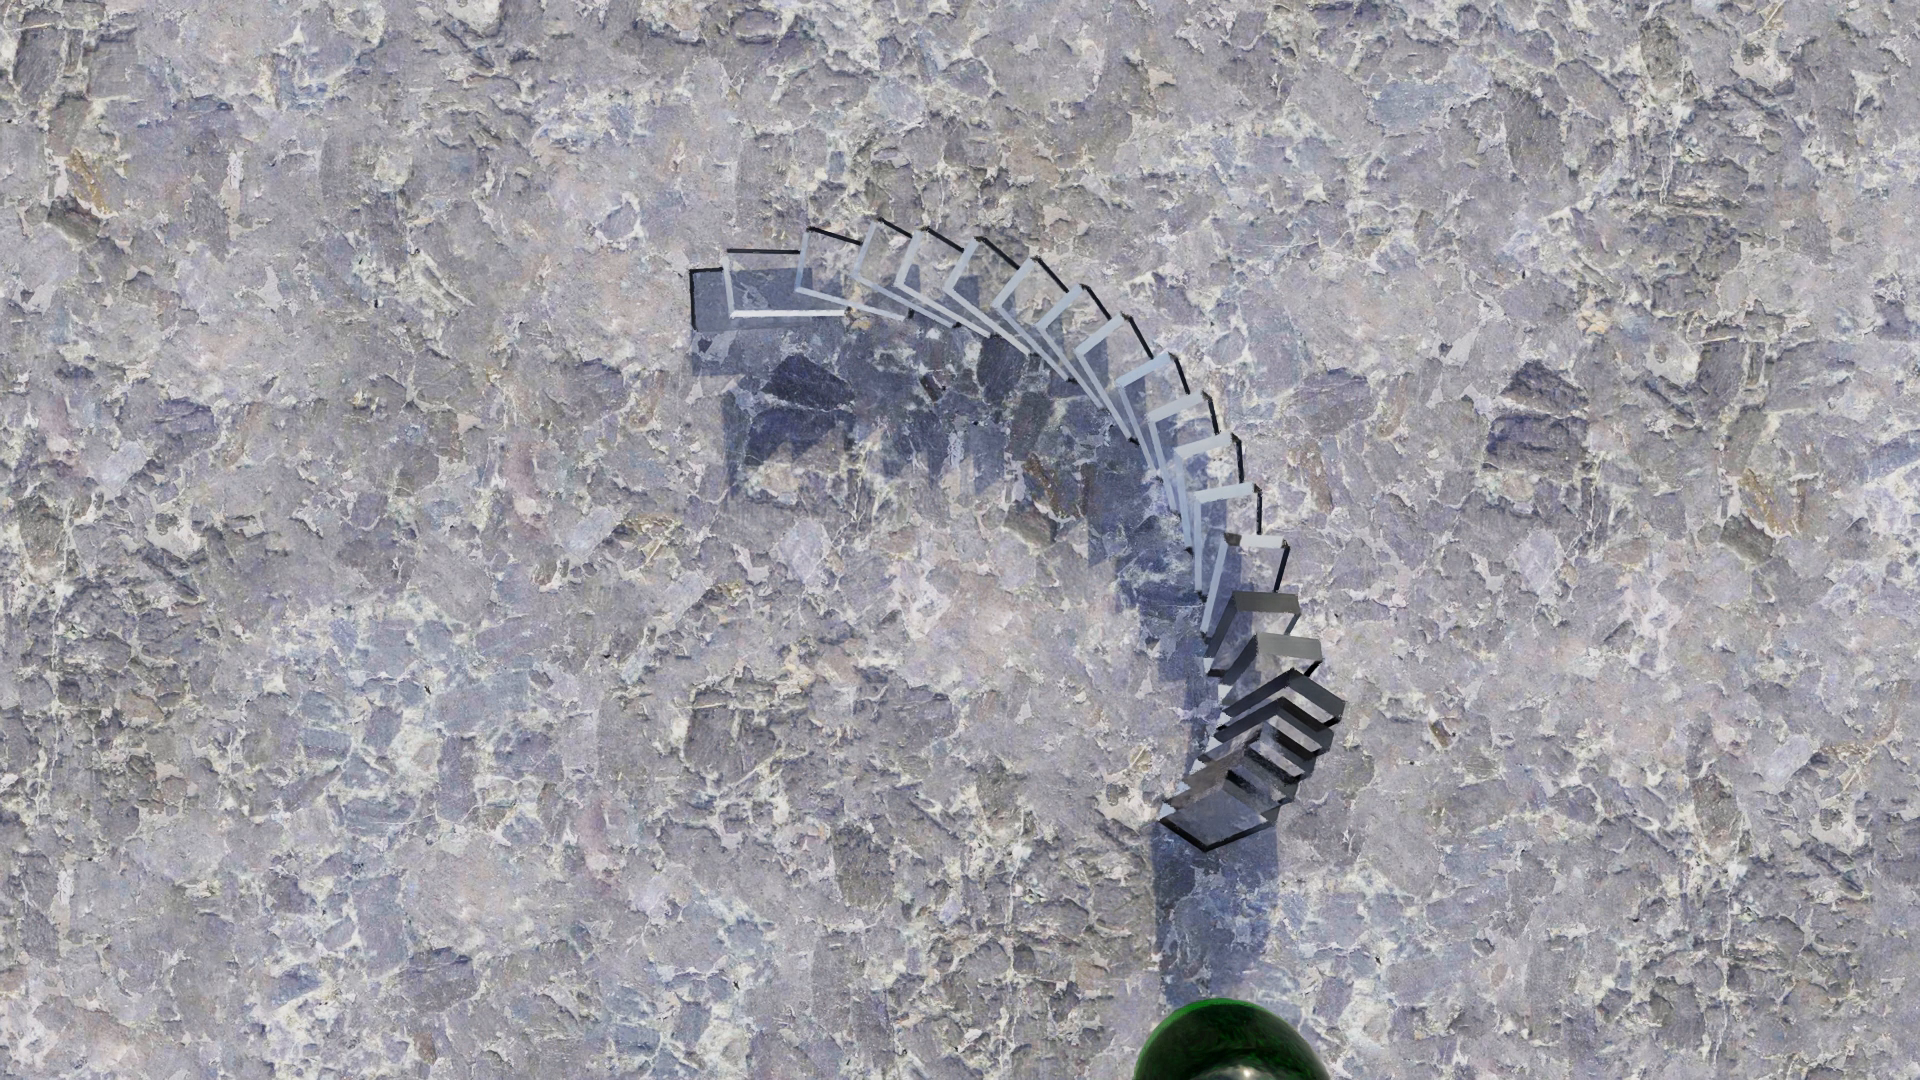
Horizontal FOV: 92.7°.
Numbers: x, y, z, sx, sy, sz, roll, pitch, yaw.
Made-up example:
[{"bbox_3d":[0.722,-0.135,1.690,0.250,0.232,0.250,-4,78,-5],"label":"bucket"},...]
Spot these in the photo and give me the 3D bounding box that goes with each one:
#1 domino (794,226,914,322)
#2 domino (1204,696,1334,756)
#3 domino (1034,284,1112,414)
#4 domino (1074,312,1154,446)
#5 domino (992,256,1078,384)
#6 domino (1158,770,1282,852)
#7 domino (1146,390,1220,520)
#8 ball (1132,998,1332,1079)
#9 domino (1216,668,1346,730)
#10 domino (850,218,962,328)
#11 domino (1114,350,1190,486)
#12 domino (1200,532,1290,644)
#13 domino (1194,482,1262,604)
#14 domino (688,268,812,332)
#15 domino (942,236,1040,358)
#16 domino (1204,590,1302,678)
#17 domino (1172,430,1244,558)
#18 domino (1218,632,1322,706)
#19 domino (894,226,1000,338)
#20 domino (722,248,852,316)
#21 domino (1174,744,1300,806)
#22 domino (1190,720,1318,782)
[{"bbox_3d":[-0.042,-0.111,0.385,0.050,0.010,0.025,10,90,-26],"label":"domino"},{"bbox_3d":[0.126,0.084,0.377,0.025,0.050,0.009,35,54,-1],"label":"domino"},{"bbox_3d":[0.056,-0.079,0.383,0.025,0.010,0.050,-44,120,0],"label":"domino"},{"bbox_3d":[0.071,-0.067,0.383,0.025,0.010,0.050,-39,120,-1],"label":"domino"},{"bbox_3d":[0.039,-0.091,0.383,0.050,0.010,0.025,39,89,-30],"label":"domino"},{"bbox_3d":[0.105,0.112,0.377,0.025,0.050,0.009,34,54,0],"label":"domino"},{"bbox_3d":[0.096,-0.035,0.382,0.025,0.009,0.050,-24,123,-1],"label":"domino"},{"bbox_3d":[0.108,0.224,0.360,0.080,0.080,0.080,0,90,0],"label":"ball"},{"bbox_3d":[0.131,0.072,0.377,0.025,0.050,0.010,33,54,0],"label":"domino"},{"bbox_3d":[-0.018,-0.111,0.385,0.050,0.009,0.025,21,90,-27],"label":"domino"},{"bbox_3d":[0.086,-0.050,0.384,0.025,0.010,0.050,-29,120,0],"label":"domino"},{"bbox_3d":[0.118,0.022,0.383,0.025,0.010,0.050,3,122,0],"label":"domino"},{"bbox_3d":[0.112,0.002,0.383,0.025,0.009,0.050,-10,122,0],"label":"domino"},{"bbox_3d":[-0.090,-0.104,0.395,0.050,0.010,0.025,-3,90,0],"label":"domino"},{"bbox_3d":[0.019,-0.101,0.383,0.050,0.010,0.025,31,88,-31],"label":"domino"},{"bbox_3d":[0.119,0.040,0.378,0.025,0.050,0.009,3,51,0],"label":"domino"},{"bbox_3d":[0.105,-0.018,0.382,0.025,0.010,0.050,-17,122,-2],"label":"domino"},{"bbox_3d":[0.126,0.055,0.377,0.025,0.050,0.010,7,57,0],"label":"domino"},{"bbox_3d":[0.000,-0.106,0.382,0.050,0.010,0.025,22,90,-31],"label":"domino"},{"bbox_3d":[-0.072,-0.107,0.382,0.050,0.010,0.025,-8,92,-27],"label":"domino"},{"bbox_3d":[0.113,0.103,0.377,0.025,0.050,0.010,34,54,0],"label":"domino"},{"bbox_3d":[0.119,0.093,0.377,0.025,0.050,0.009,34,54,0],"label":"domino"}]
